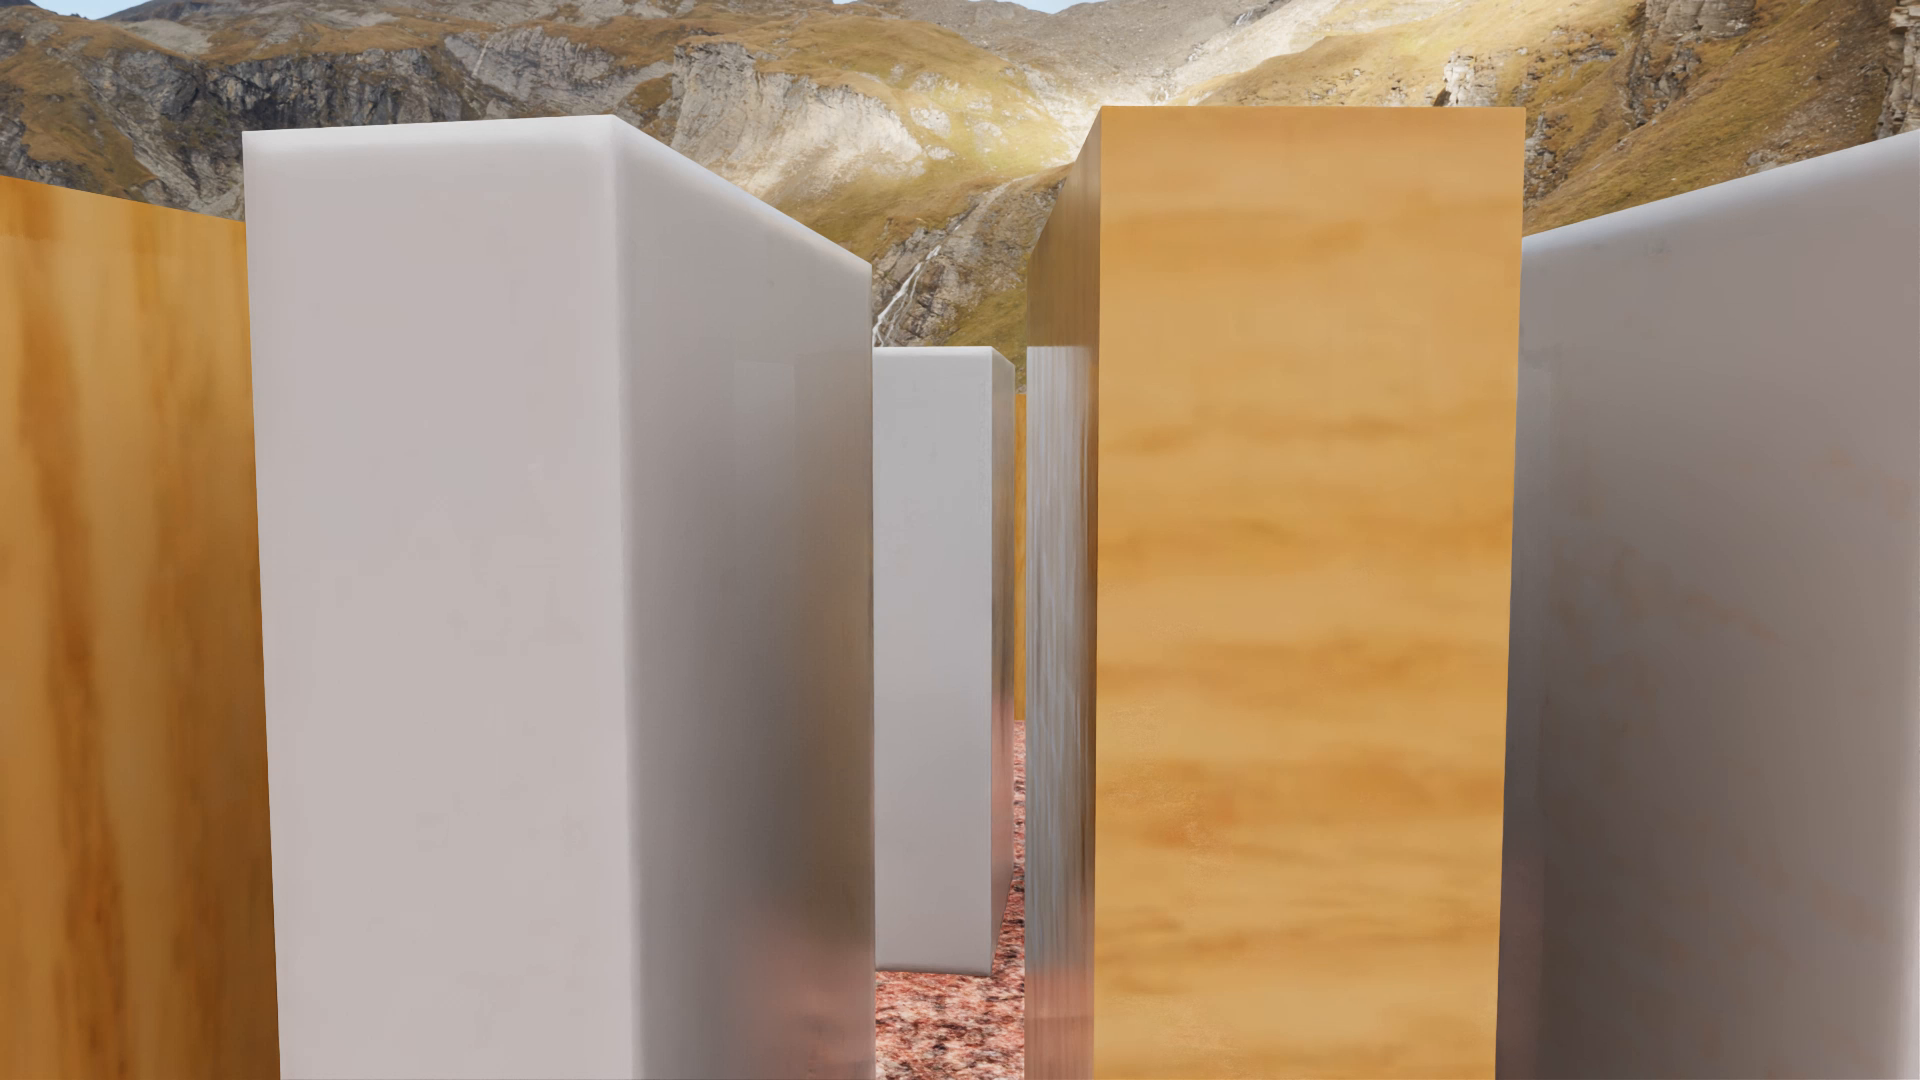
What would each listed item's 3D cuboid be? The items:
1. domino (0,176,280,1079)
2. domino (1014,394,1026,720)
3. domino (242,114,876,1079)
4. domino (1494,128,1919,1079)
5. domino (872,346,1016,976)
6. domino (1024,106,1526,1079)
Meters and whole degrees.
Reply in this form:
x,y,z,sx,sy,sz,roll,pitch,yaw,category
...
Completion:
x,y,z,sx,sy,sz,roll,pitch,yaw,category
-0.028,0.014,0.049,0.009,0.050,0.025,1,5,18,domino
0.000,0.003,0.201,0.025,0.050,0.009,0,4,1,domino
-0.010,0.014,0.044,0.009,0.050,0.025,1,4,10,domino
0.026,0.014,0.044,0.009,0.050,0.025,-1,4,-8,domino
-0.001,0.009,0.114,0.009,0.050,0.025,0,4,7,domino
0.008,0.014,0.043,0.010,0.050,0.025,0,4,-1,domino
